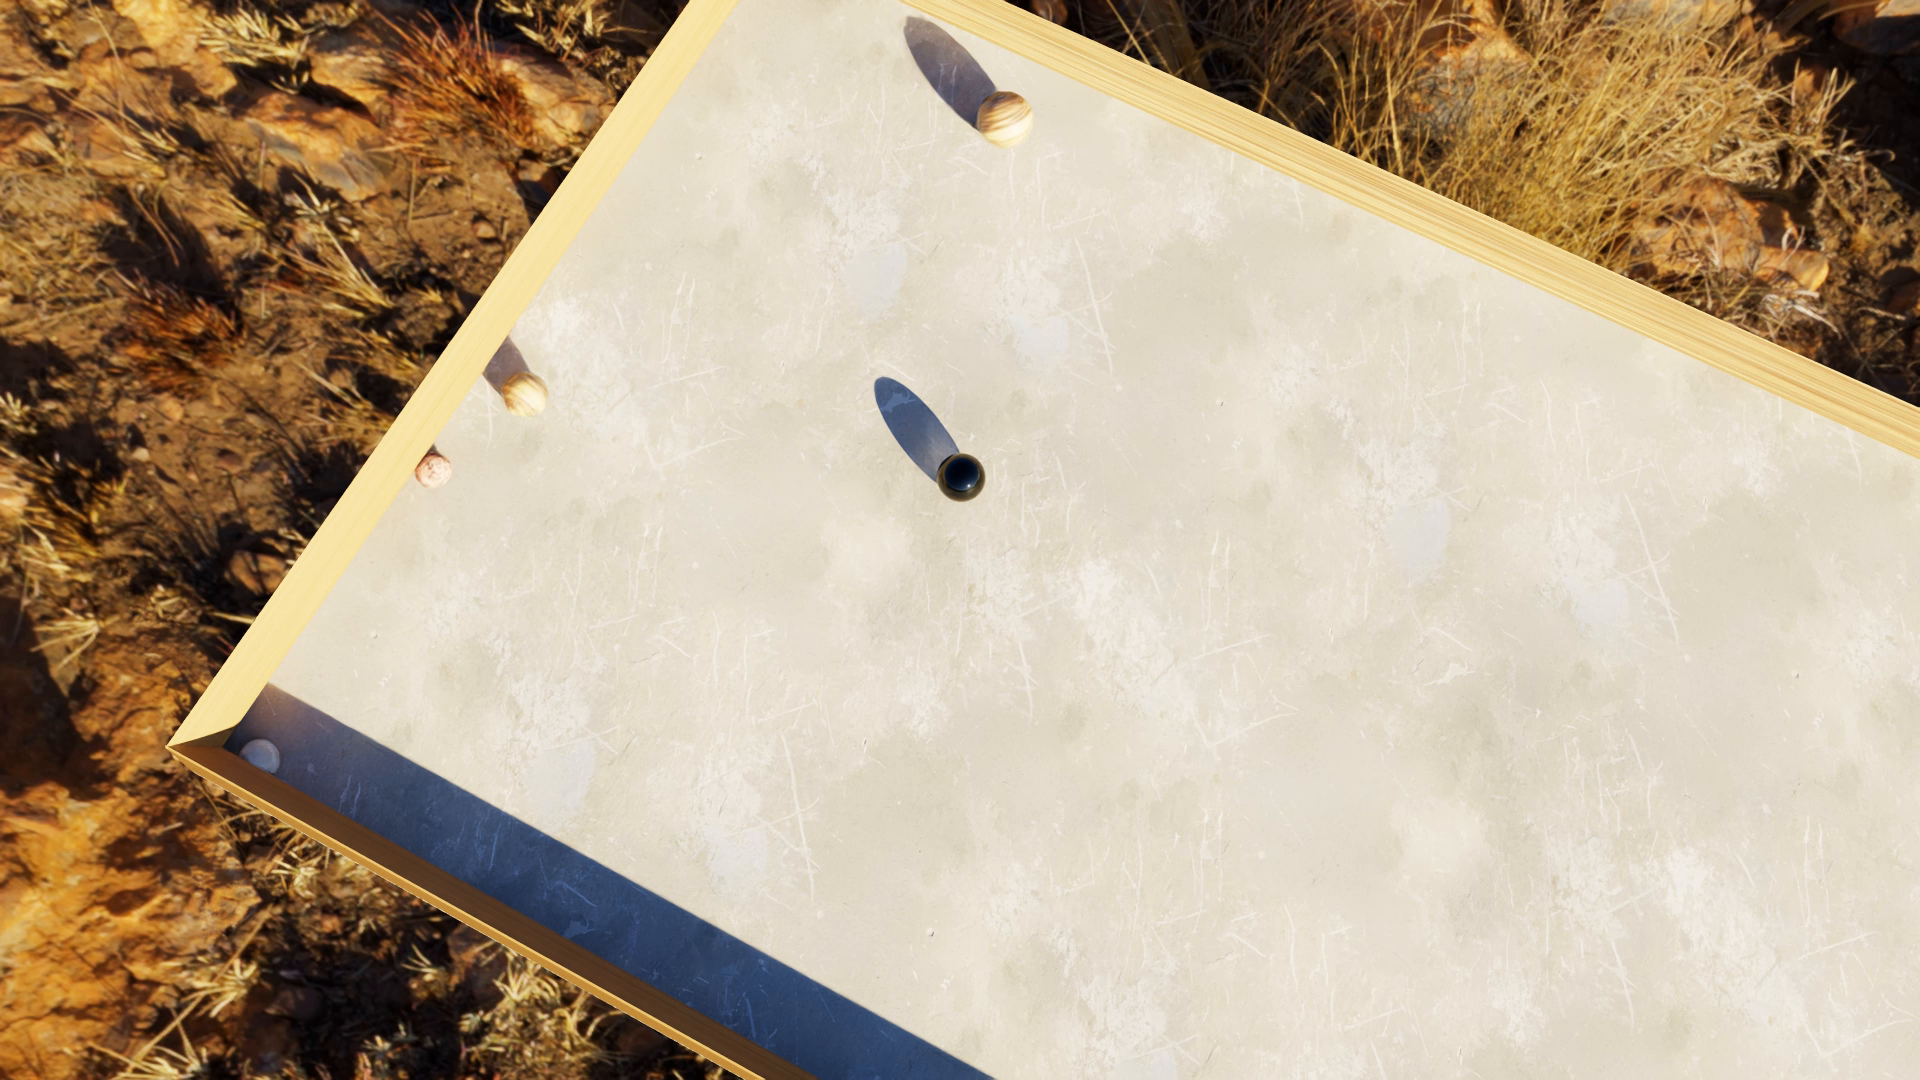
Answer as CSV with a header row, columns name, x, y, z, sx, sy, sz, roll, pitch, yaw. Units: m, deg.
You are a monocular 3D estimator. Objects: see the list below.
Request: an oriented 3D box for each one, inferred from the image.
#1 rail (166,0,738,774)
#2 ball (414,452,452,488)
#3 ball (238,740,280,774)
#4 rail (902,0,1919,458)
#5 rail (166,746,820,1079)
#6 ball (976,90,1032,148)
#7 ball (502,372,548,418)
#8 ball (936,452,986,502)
name,x,y,z,sx,sy,sz,roll,pitch,yaw
rail,-0.743,-0.380,3.623,0.045,0.125,1.774,26,70,10
ball,-0.851,-0.112,3.550,0.058,0.058,0.058,0,68,0
ball,-1.072,0.335,3.364,0.060,0.060,0.060,0,68,0
rail,1.173,-0.335,3.604,3.470,0.125,0.045,26,70,10
rail,0.356,1.072,3.025,3.470,0.125,0.045,26,70,10
ball,0.077,-0.724,3.781,0.096,0.096,0.096,0,68,0
ball,-0.710,-0.237,3.592,0.075,0.075,0.075,0,68,0
ball,0.002,-0.100,3.533,0.080,0.080,0.080,0,68,0
